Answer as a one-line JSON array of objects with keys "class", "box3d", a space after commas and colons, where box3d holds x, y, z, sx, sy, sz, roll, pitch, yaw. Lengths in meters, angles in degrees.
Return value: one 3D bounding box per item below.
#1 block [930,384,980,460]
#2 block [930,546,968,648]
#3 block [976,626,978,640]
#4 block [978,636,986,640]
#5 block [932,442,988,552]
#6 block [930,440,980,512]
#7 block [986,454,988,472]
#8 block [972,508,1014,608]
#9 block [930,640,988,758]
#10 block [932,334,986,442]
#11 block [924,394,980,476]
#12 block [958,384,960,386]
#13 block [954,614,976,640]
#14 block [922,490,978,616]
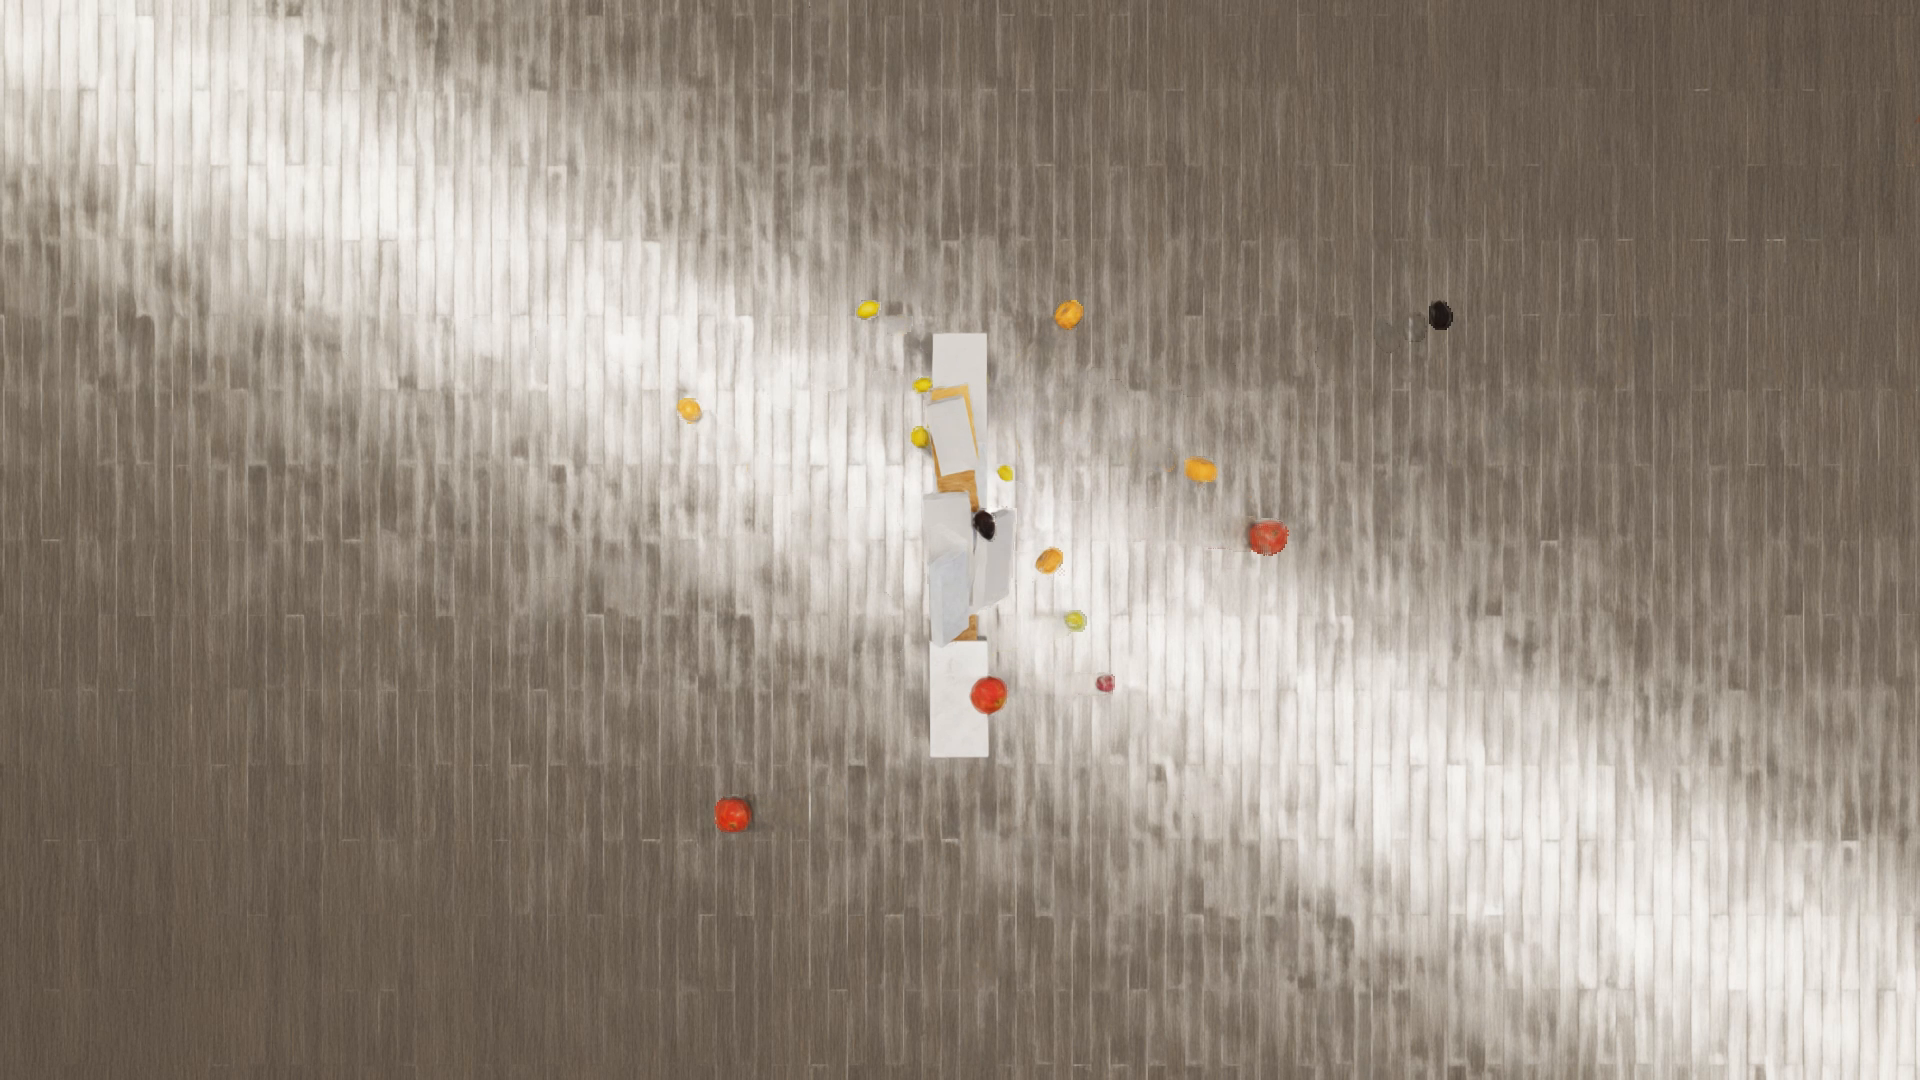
[{"class": "block", "box3d": [-0.016, -0.353, 5.067, 0.118, 0.033, 0.236, -9, 106, 0]}, {"class": "block", "box3d": [-0.032, 0.174, 5.048, 0.040, 0.142, 0.283, 18, 125, 30]}, {"class": "block", "box3d": [-0.004, 0.280, 5.383, 0.118, 0.237, 0.034, 0, 110, 0]}, {"class": "block", "box3d": [-0.003, 0.359, 5.320, 0.178, 0.356, 0.050, 0, 95, 0]}, {"class": "block", "box3d": [0.000, -0.132, 5.138, 0.169, 0.048, 0.338, -1, 90, 0]}, {"class": "block", "box3d": [-0.014, -0.199, 5.070, 0.118, 0.033, 0.236, -8, 104, 0]}, {"class": "block", "box3d": [0.002, -0.243, 5.331, 0.169, 0.338, 0.048, 0, 90, 0]}, {"class": "block", "box3d": [0.104, 0.056, 5.110, 0.040, 0.142, 0.283, 16, 113, 32]}, {"class": "block", "box3d": [-0.003, 0.492, 5.115, 0.178, 0.050, 0.356, 0, 90, 0]}, {"class": "block", "box3d": [-0.001, -0.473, 5.141, 0.167, 0.047, 0.335, 0, 90, 0]}, {"class": "block", "box3d": [-0.024, -0.316, 4.978, 0.118, 0.033, 0.236, -13, 118, 1]}, {"class": "block", "box3d": [-0.012, -0.426, 5.071, 0.046, 0.013, 0.093, -14, 106, 1]}, {"class": "block", "box3d": [-0.008, 0.220, 5.248, 0.118, 0.034, 0.237, 0, 91, 0]}, {"class": "block", "box3d": [-0.027, 0.047, 5.078, 0.142, 0.040, 0.420, -4, 120, 2]}]
